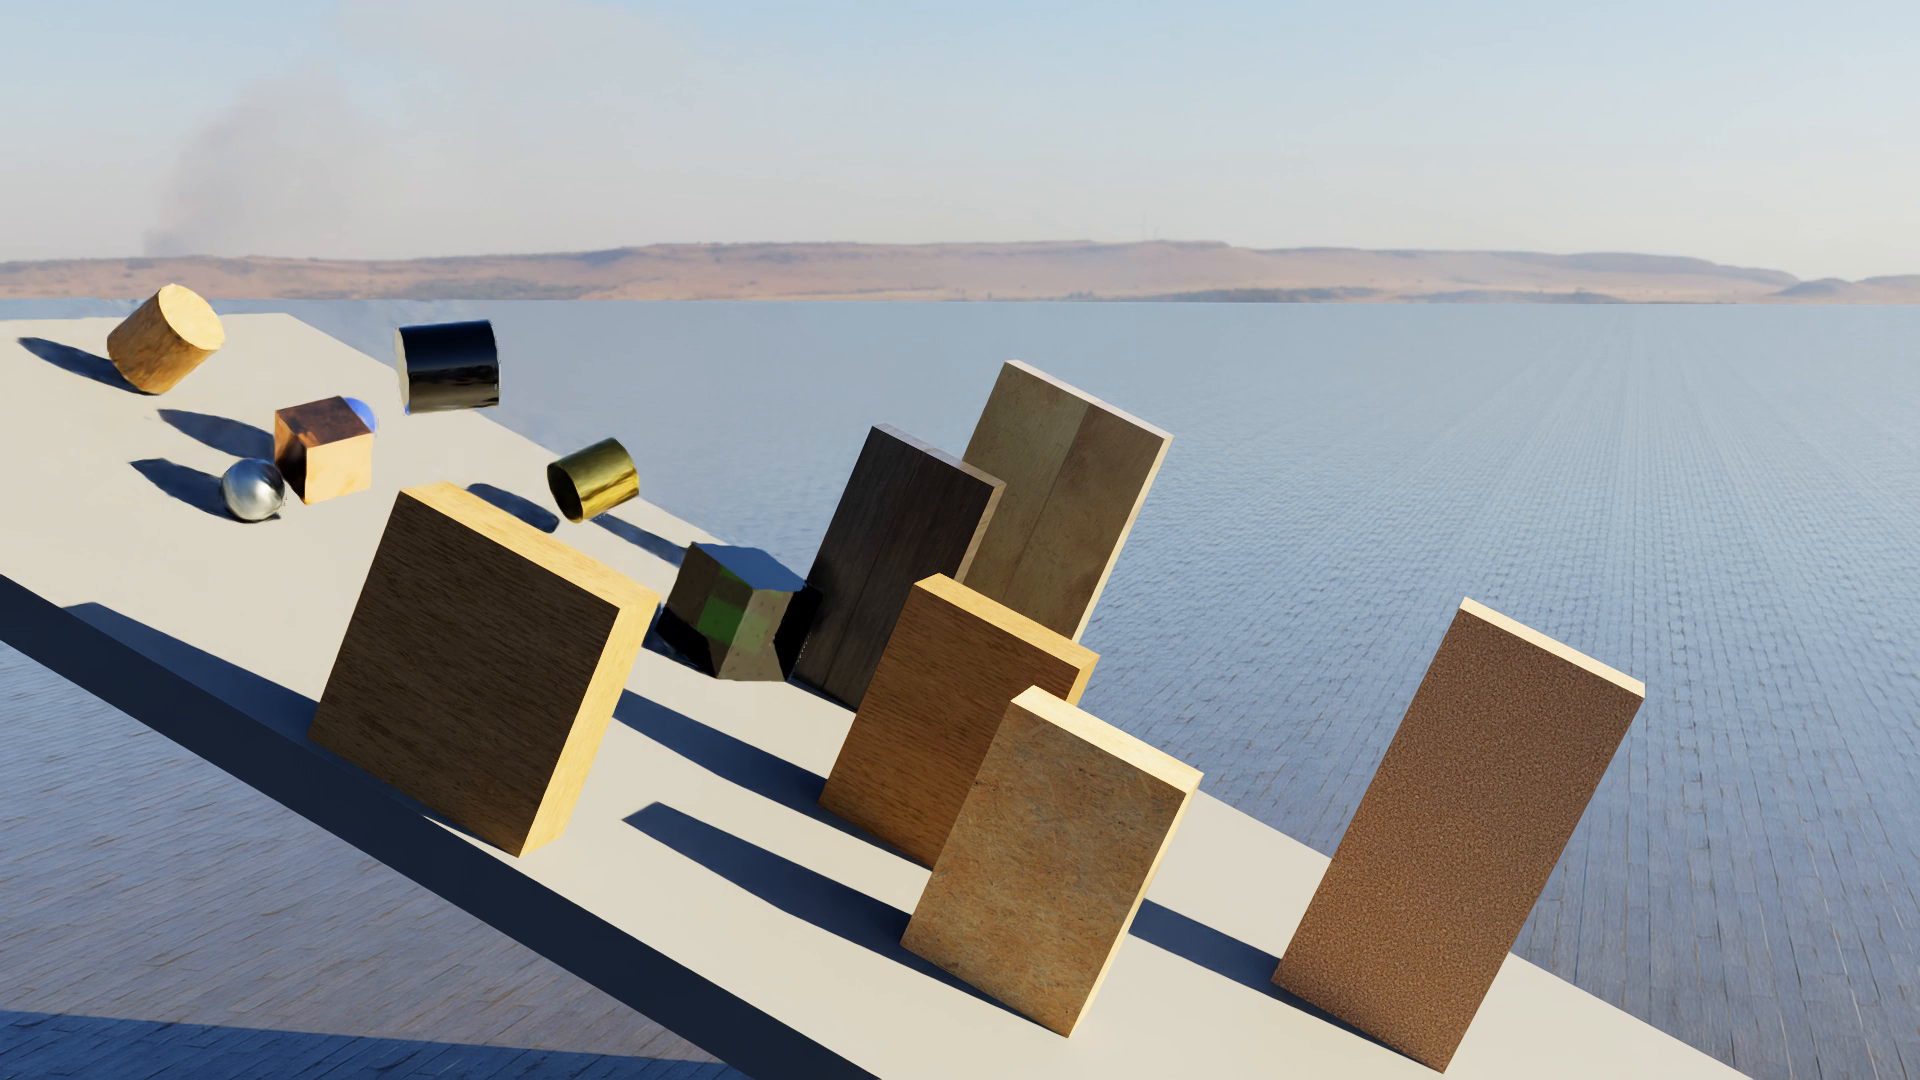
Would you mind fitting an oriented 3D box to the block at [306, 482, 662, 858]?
[{"bbox_3d":[-0.724,0.192,3.339,0.392,0.422,0.141,27,14,12],"label":"block"}]

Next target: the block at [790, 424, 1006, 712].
[{"bbox_3d":[-0.150,0.072,4.514,0.283,0.551,0.089,27,14,12],"label":"block"}]

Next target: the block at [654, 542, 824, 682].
[{"bbox_3d":[-0.448,0.148,4.464,0.204,0.204,0.204,34,16,35],"label":"block"}]

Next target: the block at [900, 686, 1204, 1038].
[{"bbox_3d":[0.145,0.513,3.529,0.310,0.451,0.138,27,14,12],"label":"block"}]

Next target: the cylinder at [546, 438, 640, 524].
[{"bbox_3d":[-0.801,-0.130,4.803,0.145,0.145,0.145,-27,21,-30],"label":"cylinder"}]

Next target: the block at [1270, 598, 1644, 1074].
[{"bbox_3d":[0.902,0.538,4.011,0.350,0.784,0.139,27,14,12],"label":"block"}]

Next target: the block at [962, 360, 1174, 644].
[{"bbox_3d":[0.144,0.008,4.911,0.393,0.716,0.102,27,14,12],"label":"block"}]

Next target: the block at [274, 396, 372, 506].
[{"bbox_3d":[-1.194,-0.169,4.121,0.130,0.130,0.130,-19,48,-36],"label":"block"}]

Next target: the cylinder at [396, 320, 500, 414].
[{"bbox_3d":[-1.034,-0.349,4.436,0.178,0.178,0.178,-7,9,-20],"label":"cylinder"}]

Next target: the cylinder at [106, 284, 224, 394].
[{"bbox_3d":[-1.634,-0.412,4.523,0.162,0.162,0.162,-34,-5,20],"label":"cylinder"}]

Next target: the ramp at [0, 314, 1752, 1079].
[{"bbox_3d":[-0.274,0.470,4.176,4.000,0.100,2.000,27,14,12],"label":"ramp"}]

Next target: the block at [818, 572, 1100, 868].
[{"bbox_3d":[-0.004,0.341,3.943,0.331,0.450,0.146,27,14,12],"label":"block"}]

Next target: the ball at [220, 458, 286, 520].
[{"bbox_3d":[-1.317,-0.094,4.096,0.116,0.116,0.116,0,7,0],"label":"ball"}]

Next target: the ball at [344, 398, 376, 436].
[{"bbox_3d":[-1.305,-0.248,4.697,0.113,0.113,0.113,0,7,0],"label":"ball"}]
